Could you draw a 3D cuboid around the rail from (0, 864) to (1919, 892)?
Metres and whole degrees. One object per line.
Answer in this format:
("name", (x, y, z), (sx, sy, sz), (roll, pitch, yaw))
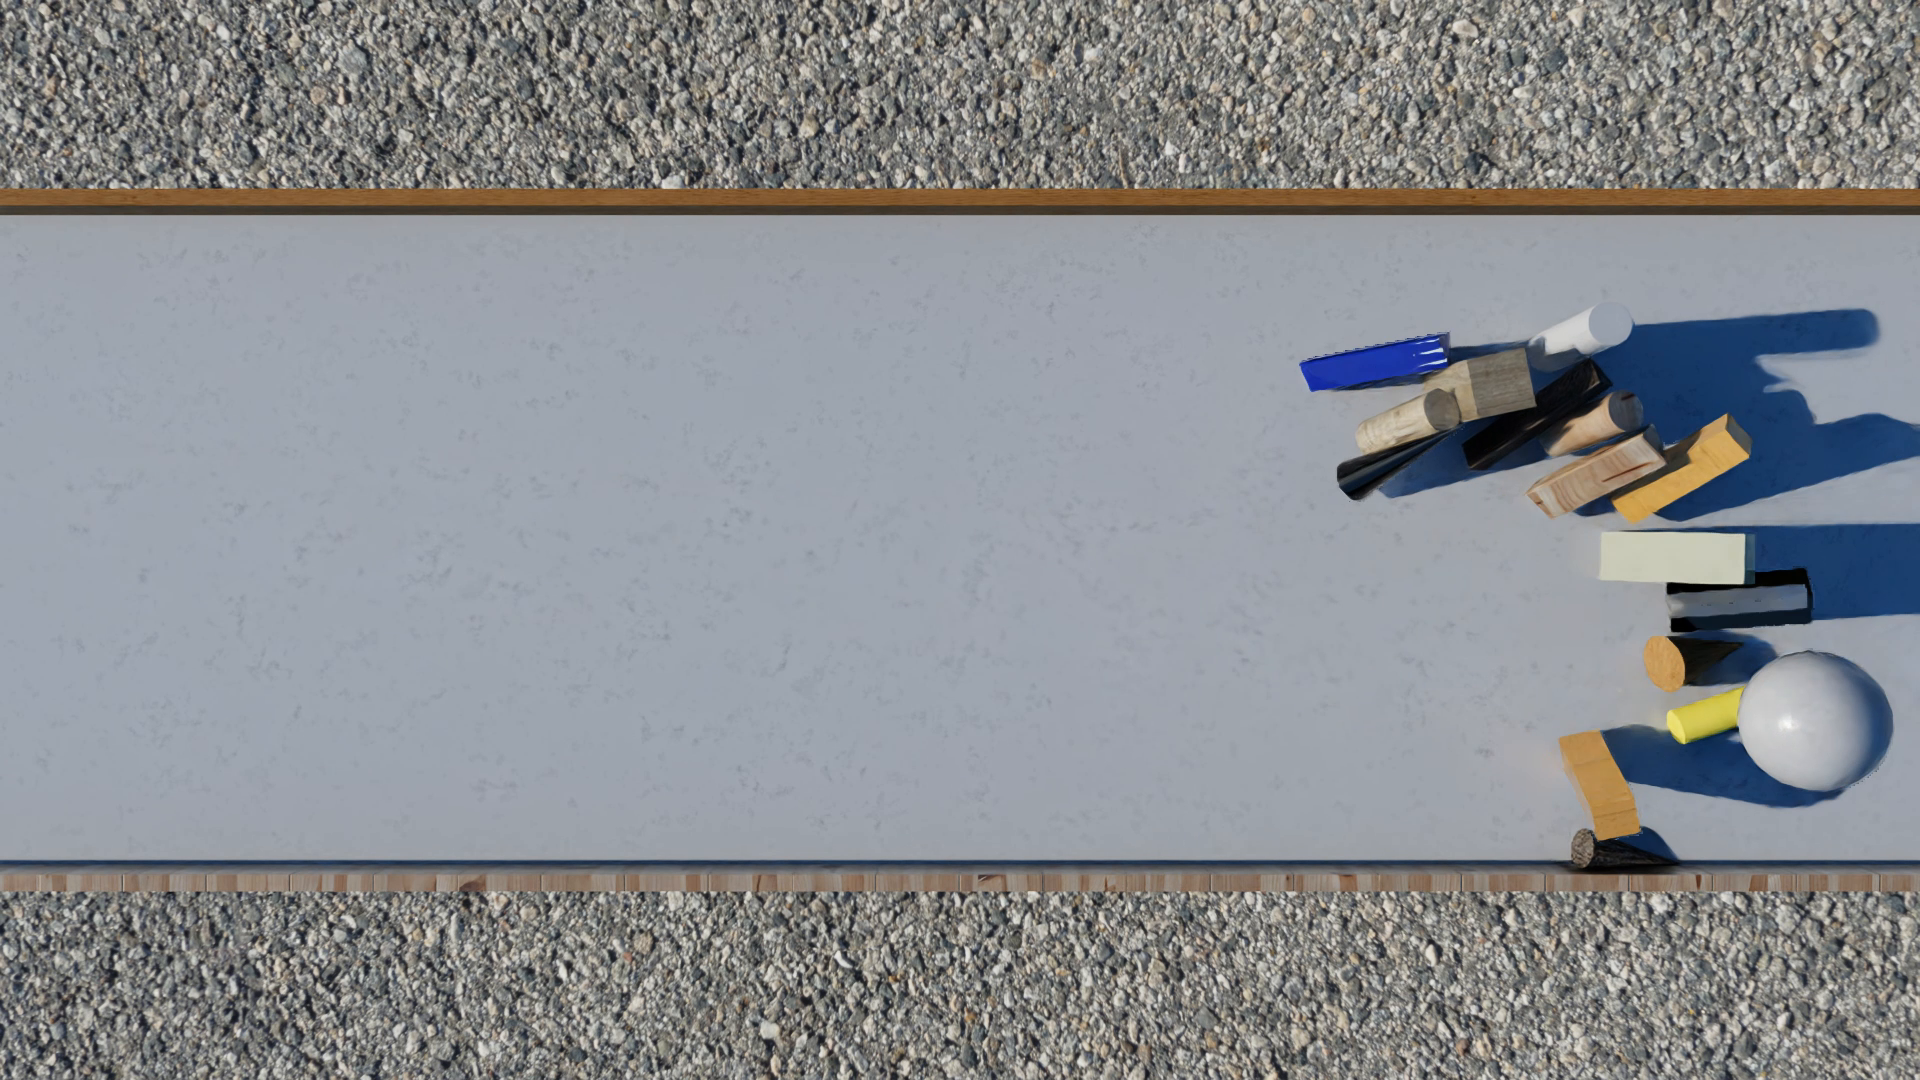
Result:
("rail", (-2.247, 1.025, 5.001), (12.000, 0.150, 0.050), (0, 90, 0))

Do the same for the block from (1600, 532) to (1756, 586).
("block", (2.129, 0.052, 4.898), (0.399, 0.147, 0.147), (1, 91, 37))

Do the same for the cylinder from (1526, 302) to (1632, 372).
("cylinder", (1.815, -0.592, 4.850), (0.126, 0.445, 0.126), (0, 86, -2))

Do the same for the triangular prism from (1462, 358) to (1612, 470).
("triangular prism", (1.709, -0.355, 4.908), (0.106, 0.092, 0.457), (48, 123, -4))

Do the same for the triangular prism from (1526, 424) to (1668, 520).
("triangular prism", (1.873, -0.210, 4.888), (0.385, 0.117, 0.135), (-32, 59, 39))

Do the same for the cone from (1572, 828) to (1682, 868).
("cone", (2.062, 0.969, 5.047), (0.348, 0.122, 0.122), (10, 90, -10))

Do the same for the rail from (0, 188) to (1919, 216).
("rail", (-2.247, -1.025, 5.002), (12.000, 0.150, 0.050), (0, 90, 0))

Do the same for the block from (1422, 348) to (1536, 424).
("block", (1.526, -0.442, 4.872), (0.171, 0.403, 0.171), (-12, 90, -2))

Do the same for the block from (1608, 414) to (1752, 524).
("block", (2.137, -0.208, 4.900), (0.109, 0.109, 0.399), (46, 131, -5))

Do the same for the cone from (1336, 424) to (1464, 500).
("cone", (1.313, -0.254, 4.855), (0.130, 0.454, 0.130), (12, 65, -28))

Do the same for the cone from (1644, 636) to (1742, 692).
("cone", (2.274, 0.346, 5.034), (0.304, 0.176, 0.176), (-11, 90, -16))

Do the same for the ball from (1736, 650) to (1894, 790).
("ball", (2.376, 0.502, 4.590), (0.387, 0.387, 0.387), (0, 90, 0))

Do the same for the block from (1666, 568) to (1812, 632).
("block", (2.328, 0.183, 4.938), (0.383, 0.115, 0.115), (-6, 131, 19))

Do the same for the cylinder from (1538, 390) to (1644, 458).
("cylinder", (1.872, -0.344, 4.906), (0.125, 0.318, 0.125), (4, 78, -18))

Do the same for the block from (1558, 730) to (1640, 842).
("block", (1.885, 0.720, 4.874), (0.121, 0.371, 0.121), (-15, 113, 11))

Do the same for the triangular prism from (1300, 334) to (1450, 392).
("triangular prism", (1.228, -0.542, 4.903), (0.428, 0.092, 0.106), (-8, 68, 34))

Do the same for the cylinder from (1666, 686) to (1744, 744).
("cylinder", (2.363, 0.512, 5.022), (0.387, 0.109, 0.109), (-18, 90, 0))

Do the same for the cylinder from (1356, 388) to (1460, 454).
("cylinder", (1.329, -0.341, 4.909), (0.131, 0.310, 0.131), (6, 75, -24))
